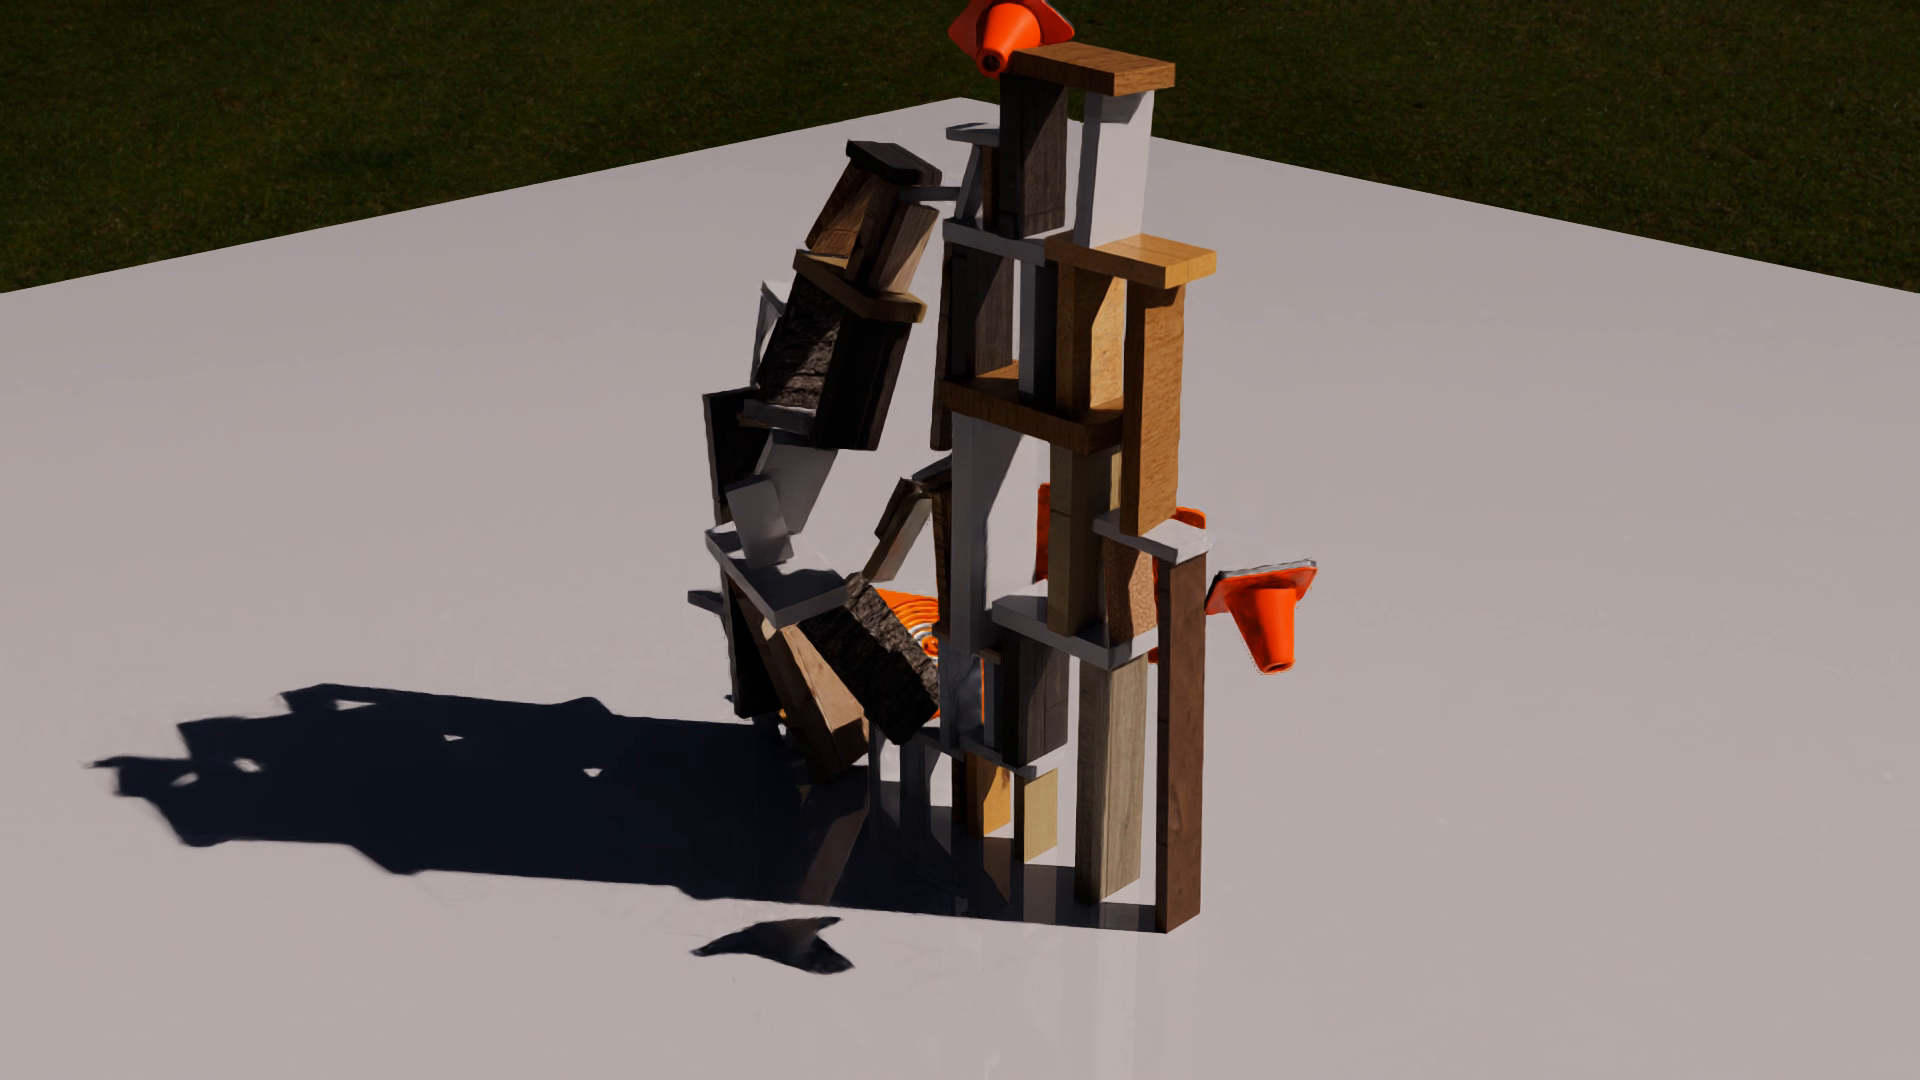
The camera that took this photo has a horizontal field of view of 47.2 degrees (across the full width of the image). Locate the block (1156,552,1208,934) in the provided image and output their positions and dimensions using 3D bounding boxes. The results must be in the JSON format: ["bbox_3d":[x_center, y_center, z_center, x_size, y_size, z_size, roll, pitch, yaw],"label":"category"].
[{"bbox_3d":[0.396,0.363,3.955,0.098,0.741,0.028,-21,29,-41],"label":"block"}]

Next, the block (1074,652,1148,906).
[{"bbox_3d":[0.281,0.432,4.097,0.041,0.505,0.144,21,31,41],"label":"block"}]

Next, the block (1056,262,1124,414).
[{"bbox_3d":[0.227,-0.365,3.829,0.038,0.266,0.133,21,31,40],"label":"block"}]

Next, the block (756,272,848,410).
[{"bbox_3d":[-0.292,-0.387,4.302,0.135,0.269,0.038,3,30,-34],"label":"block"}]

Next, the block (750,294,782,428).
[{"bbox_3d":[-0.418,-0.191,4.569,0.074,0.670,0.021,-10,27,-43],"label":"block"}]

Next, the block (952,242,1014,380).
[{"bbox_3d":[0.041,-0.428,3.996,0.035,0.249,0.125,21,30,40],"label":"block"}]

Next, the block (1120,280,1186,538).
[{"bbox_3d":[0.329,-0.238,3.768,0.038,0.453,0.133,15,28,32],"label":"block"}]

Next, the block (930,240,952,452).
[{"bbox_3d":[-0.003,-0.374,4.061,0.024,0.422,0.085,20,23,41],"label":"block"}]

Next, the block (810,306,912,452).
[{"bbox_3d":[-0.187,-0.302,4.154,0.135,0.269,0.038,1,24,-38],"label":"block"}]

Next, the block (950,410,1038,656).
[{"bbox_3d":[0.065,-0.032,4.123,0.051,0.475,0.180,21,30,40],"label":"block"}]

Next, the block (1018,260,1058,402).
[{"bbox_3d":[0.160,-0.382,3.889,0.035,0.249,0.125,21,30,40],"label":"block"}]

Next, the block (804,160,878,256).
[{"bbox_3d":[-0.204,-0.630,4.183,0.102,0.204,0.029,2,46,-38],"label":"block"}]

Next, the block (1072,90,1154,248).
[{"bbox_3d":[0.257,-0.629,3.675,0.037,0.263,0.131,27,35,38],"label":"block"}]

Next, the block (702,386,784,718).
[{"bbox_3d":[-0.431,0.029,4.549,0.131,0.690,0.037,-12,18,-25],"label":"block"}]

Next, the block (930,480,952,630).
[{"bbox_3d":[-0.004,0.024,4.223,0.094,0.291,0.027,-24,32,-37],"label":"block"}]

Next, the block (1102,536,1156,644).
[{"bbox_3d":[0.303,0.076,3.932,0.098,0.195,0.028,-22,24,-41],"label":"block"}]

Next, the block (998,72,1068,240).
[{"bbox_3d":[0.127,-0.671,3.799,0.037,0.282,0.131,21,31,40],"label":"block"}]

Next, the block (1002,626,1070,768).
[{"bbox_3d":[0.145,0.277,4.180,0.041,0.287,0.144,21,30,39],"label":"block"}]

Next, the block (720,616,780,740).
[{"bbox_3d":[-0.451,0.285,4.713,0.025,0.284,0.090,-23,20,-21],"label":"block"}]

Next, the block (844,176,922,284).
[{"bbox_3d":[-0.141,-0.577,4.101,0.102,0.204,0.029,-8,37,-47],"label":"block"}]

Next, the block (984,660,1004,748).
[{"bbox_3d":[0.088,0.301,4.254,0.026,0.185,0.093,22,32,40],"label":"block"}]

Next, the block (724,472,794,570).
[{"bbox_3d":[-0.392,-0.036,4.296,0.094,0.187,0.027,-18,34,-6],"label":"block"}]

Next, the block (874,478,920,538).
[{"bbox_3d":[-0.118,-0.058,4.213,0.017,0.122,0.061,31,10,27],"label":"block"}]

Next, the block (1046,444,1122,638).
[{"bbox_3d":[0.240,-0.021,3.952,0.180,0.359,0.051,-21,31,-40],"label":"block"}]

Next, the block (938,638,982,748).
[{"bbox_3d":[0.001,0.289,4.344,0.093,0.235,0.026,-22,31,-39],"label":"block"}]

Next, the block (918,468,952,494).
[{"bbox_3d":[-0.014,-0.124,4.171,0.122,0.017,0.061,-27,-4,19],"label":"block"}]

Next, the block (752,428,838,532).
[{"bbox_3d":[-0.340,-0.115,4.327,0.131,0.261,0.037,7,51,-19],"label":"block"}]

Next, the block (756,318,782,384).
[{"bbox_3d":[-0.349,-0.374,4.382,0.074,0.148,0.021,2,39,-33],"label":"block"}]

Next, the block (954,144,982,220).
[{"bbox_3d":[0.039,-0.641,3.903,0.073,0.146,0.021,-20,50,-39],"label":"block"}]

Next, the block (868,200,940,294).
[{"bbox_3d":[-0.105,-0.543,4.083,0.024,0.170,0.085,37,23,35],"label":"block"}]

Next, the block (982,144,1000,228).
[{"bbox_3d":[0.073,-0.629,3.873,0.021,0.146,0.073,20,30,41],"label":"block"}]
